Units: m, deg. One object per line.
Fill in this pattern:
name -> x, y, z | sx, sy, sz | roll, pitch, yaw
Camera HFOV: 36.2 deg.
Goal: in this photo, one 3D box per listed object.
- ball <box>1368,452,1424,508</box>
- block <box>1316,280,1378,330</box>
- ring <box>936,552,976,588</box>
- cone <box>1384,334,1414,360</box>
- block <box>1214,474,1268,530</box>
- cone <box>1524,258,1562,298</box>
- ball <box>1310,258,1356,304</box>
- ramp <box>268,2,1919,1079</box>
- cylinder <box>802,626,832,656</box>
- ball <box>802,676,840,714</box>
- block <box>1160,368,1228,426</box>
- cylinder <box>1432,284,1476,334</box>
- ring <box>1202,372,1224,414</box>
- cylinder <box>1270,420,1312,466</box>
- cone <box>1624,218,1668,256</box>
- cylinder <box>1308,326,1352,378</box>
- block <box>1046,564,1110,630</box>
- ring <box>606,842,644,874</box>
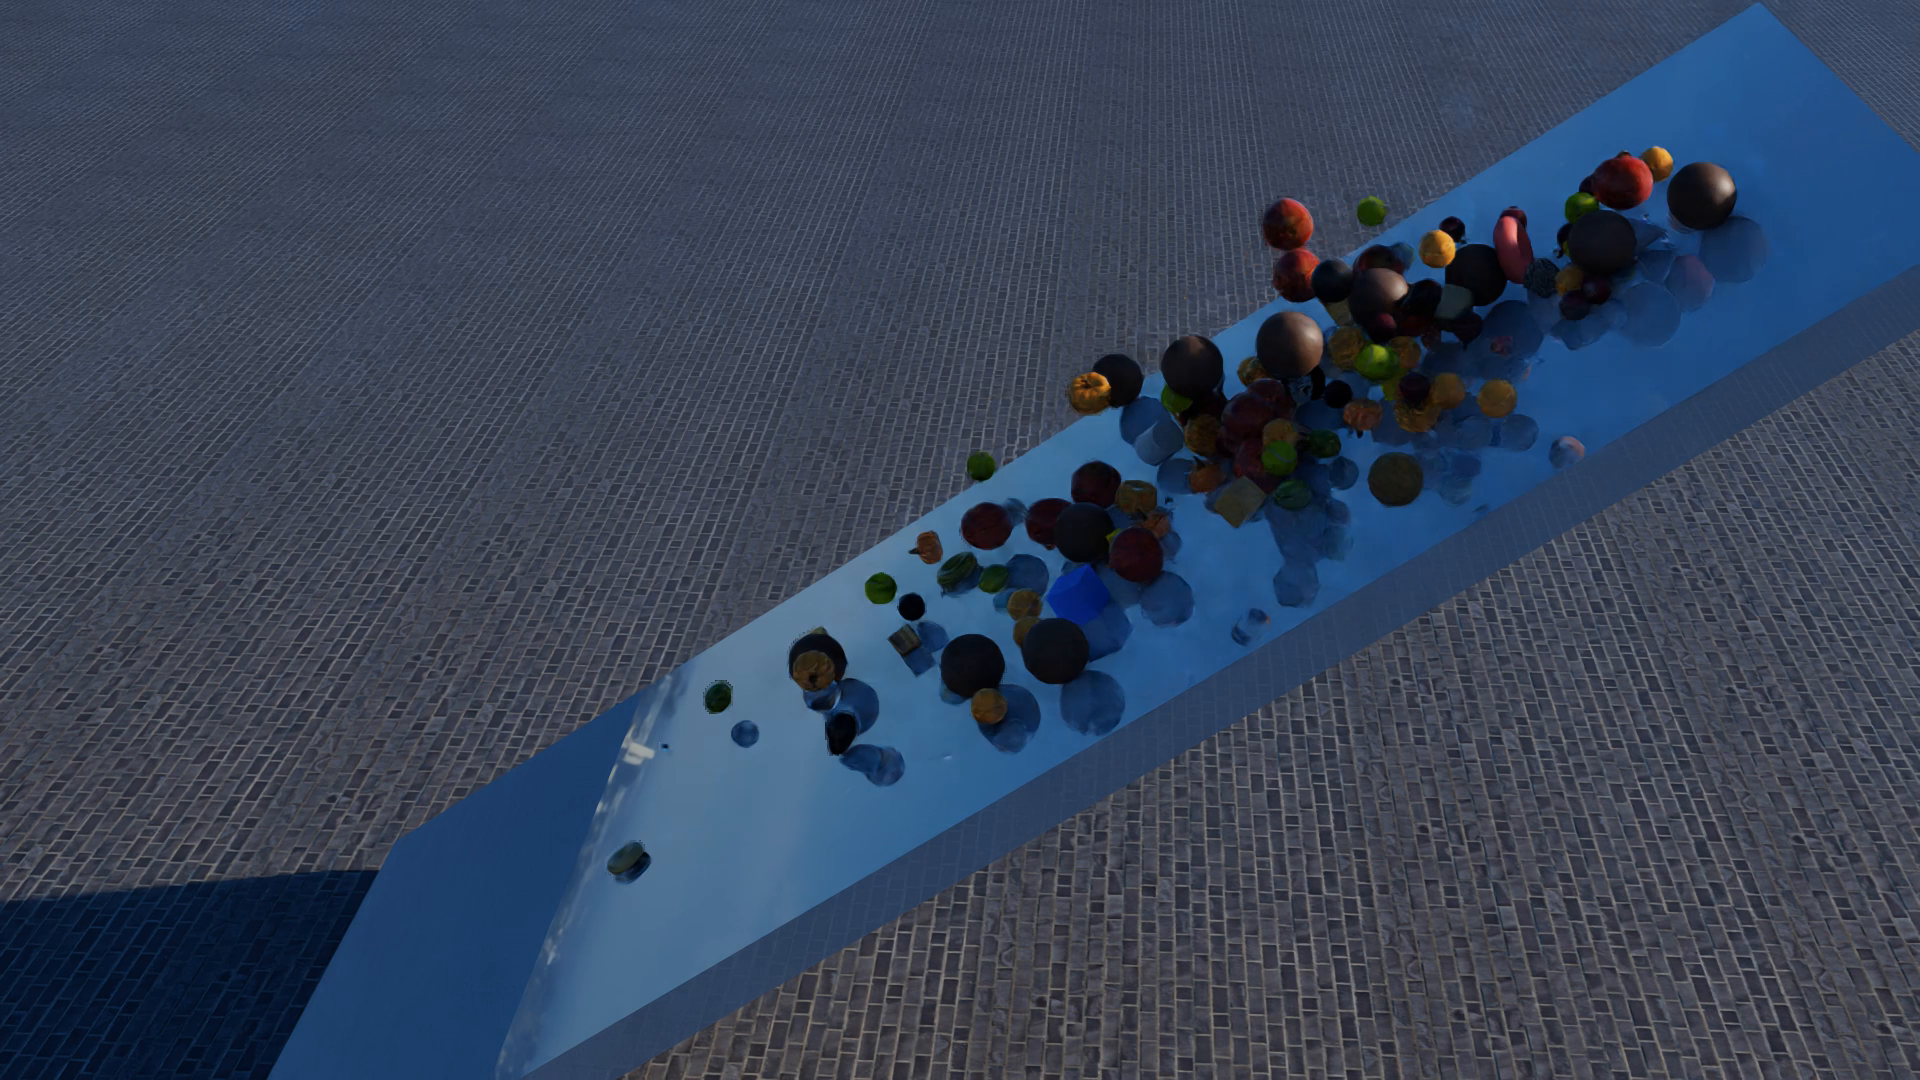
ball -> 0.768, -0.107, 5.186 | 0.098, 0.098, 0.098 | 0, 21, 0
block -> 0.849, -0.521, 6.446 | 0.085, 0.085, 0.085 | -37, -12, 14
ring -> -0.008, 0.066, 6.673 | 0.106, 0.035, 0.106 | -34, 19, 13
cone -> 0.915, -0.410, 6.052 | 0.060, 0.060, 0.060 | -18, -8, -39
block -> 0.535, -0.073, 5.609 | 0.062, 0.062, 0.062 | 43, 51, 9
cone -> 1.132, -0.509, 5.809 | 0.079, 0.079, 0.079 | -8, -5, -20
ball -> 0.727, -0.505, 5.733 | 0.087, 0.087, 0.087 | 0, 21, 0
ramp -> 0.138, 0.172, 6.300 | 4.000, 0.100, 2.000 | -31, 16, 14
cylinder -> -0.331, 0.235, 6.797 | 0.053, 0.053, 0.053 | -28, 20, 6
ball -> -0.301, 0.336, 6.397 | 0.082, 0.082, 0.082 | 0, 21, 0
block -> 0.524, -0.320, 6.598 | 0.087, 0.087, 0.087 | -43, 17, -28
cylinder -> 1.000, -0.467, 5.956 | 0.074, 0.074, 0.074 | 16, -15, 4
ring -> 0.561, -0.327, 6.519 | 0.033, 0.100, 0.100 | 17, 22, 3
cylinder -> 0.665, -0.194, 5.906 | 0.066, 0.066, 0.066 | 14, 34, -10
cone -> 1.344, -0.597, 5.729 | 0.078, 0.078, 0.078 | -8, 13, 34
cylinder -> 0.791, -0.401, 6.280 | 0.083, 0.083, 0.083 | 6, 30, 15
block -> 0.238, 0.115, 5.907 | 0.082, 0.082, 0.082 | -26, 18, 32
ring -> -0.722, 0.686, 6.343 | 0.090, 0.030, 0.090 | -32, 15, 9
